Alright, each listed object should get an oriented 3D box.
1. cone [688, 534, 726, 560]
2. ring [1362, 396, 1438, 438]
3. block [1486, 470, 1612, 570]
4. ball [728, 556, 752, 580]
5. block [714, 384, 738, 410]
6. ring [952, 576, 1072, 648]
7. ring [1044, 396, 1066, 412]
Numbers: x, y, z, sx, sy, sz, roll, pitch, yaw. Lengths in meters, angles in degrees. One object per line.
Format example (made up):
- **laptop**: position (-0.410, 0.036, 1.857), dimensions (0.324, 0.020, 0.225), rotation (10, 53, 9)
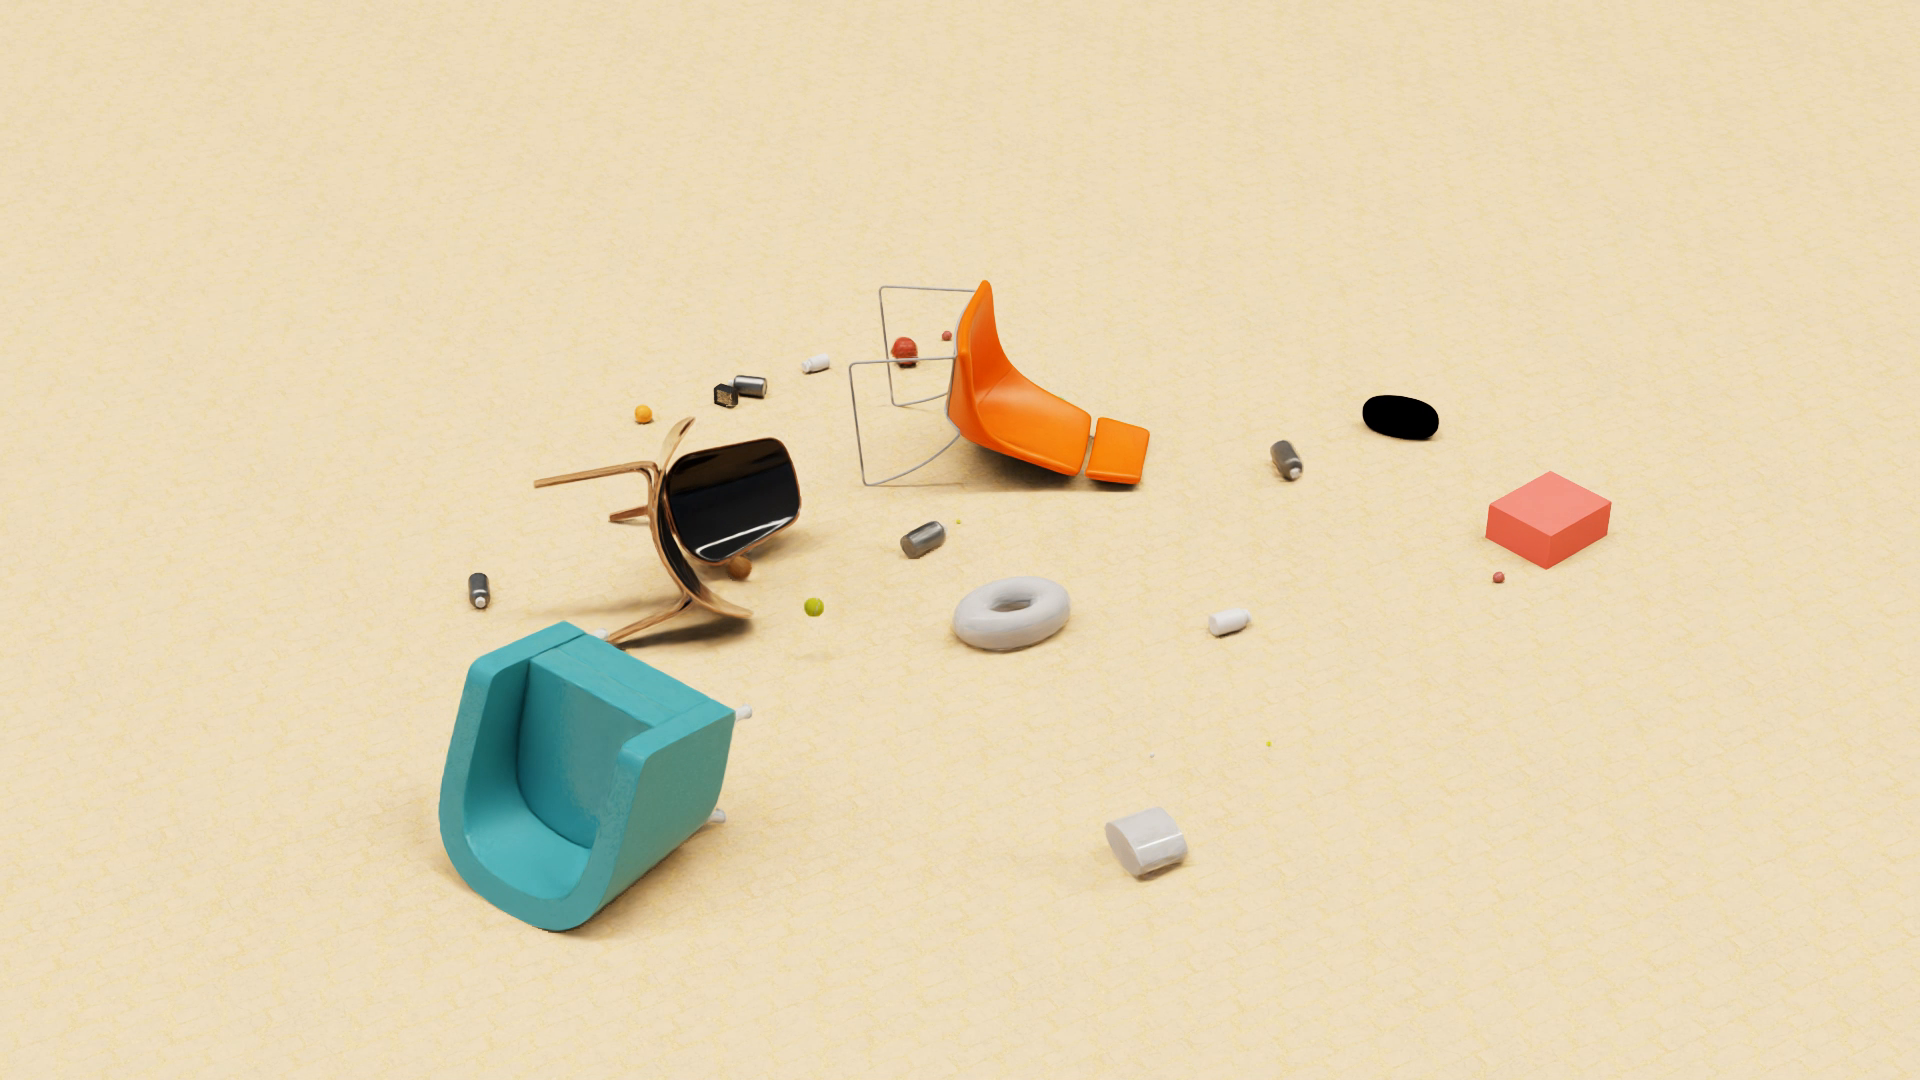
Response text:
- **cone**: position (-0.938, 0.009, 10.861), dimensions (0.139, 0.076, 0.112), rotation (-4, 34, -6)
- **ring**: position (1.737, -0.485, 11.560), dimensions (0.310, 0.134, 0.139), rotation (11, 38, 19)
- **block**: position (2.192, -0.076, 10.925), dimensions (0.355, 0.148, 0.291), rotation (-26, 41, -34)
- **ball**: position (-0.803, 0.102, 10.713), dimensions (0.085, 0.085, 0.085), rotation (0, 33, 0)
- **block**: position (-0.938, -0.577, 11.754), dimensions (0.084, 0.072, 0.050), rotation (19, 38, 26)
- **ring**: position (0.186, 0.257, 10.425), dimensions (0.447, 0.144, 0.296), rotation (-14, 37, -18)
- **ring**: position (0.381, -0.545, 11.746), dimensions (0.086, 0.029, 0.104), rotation (27, 41, 36)
